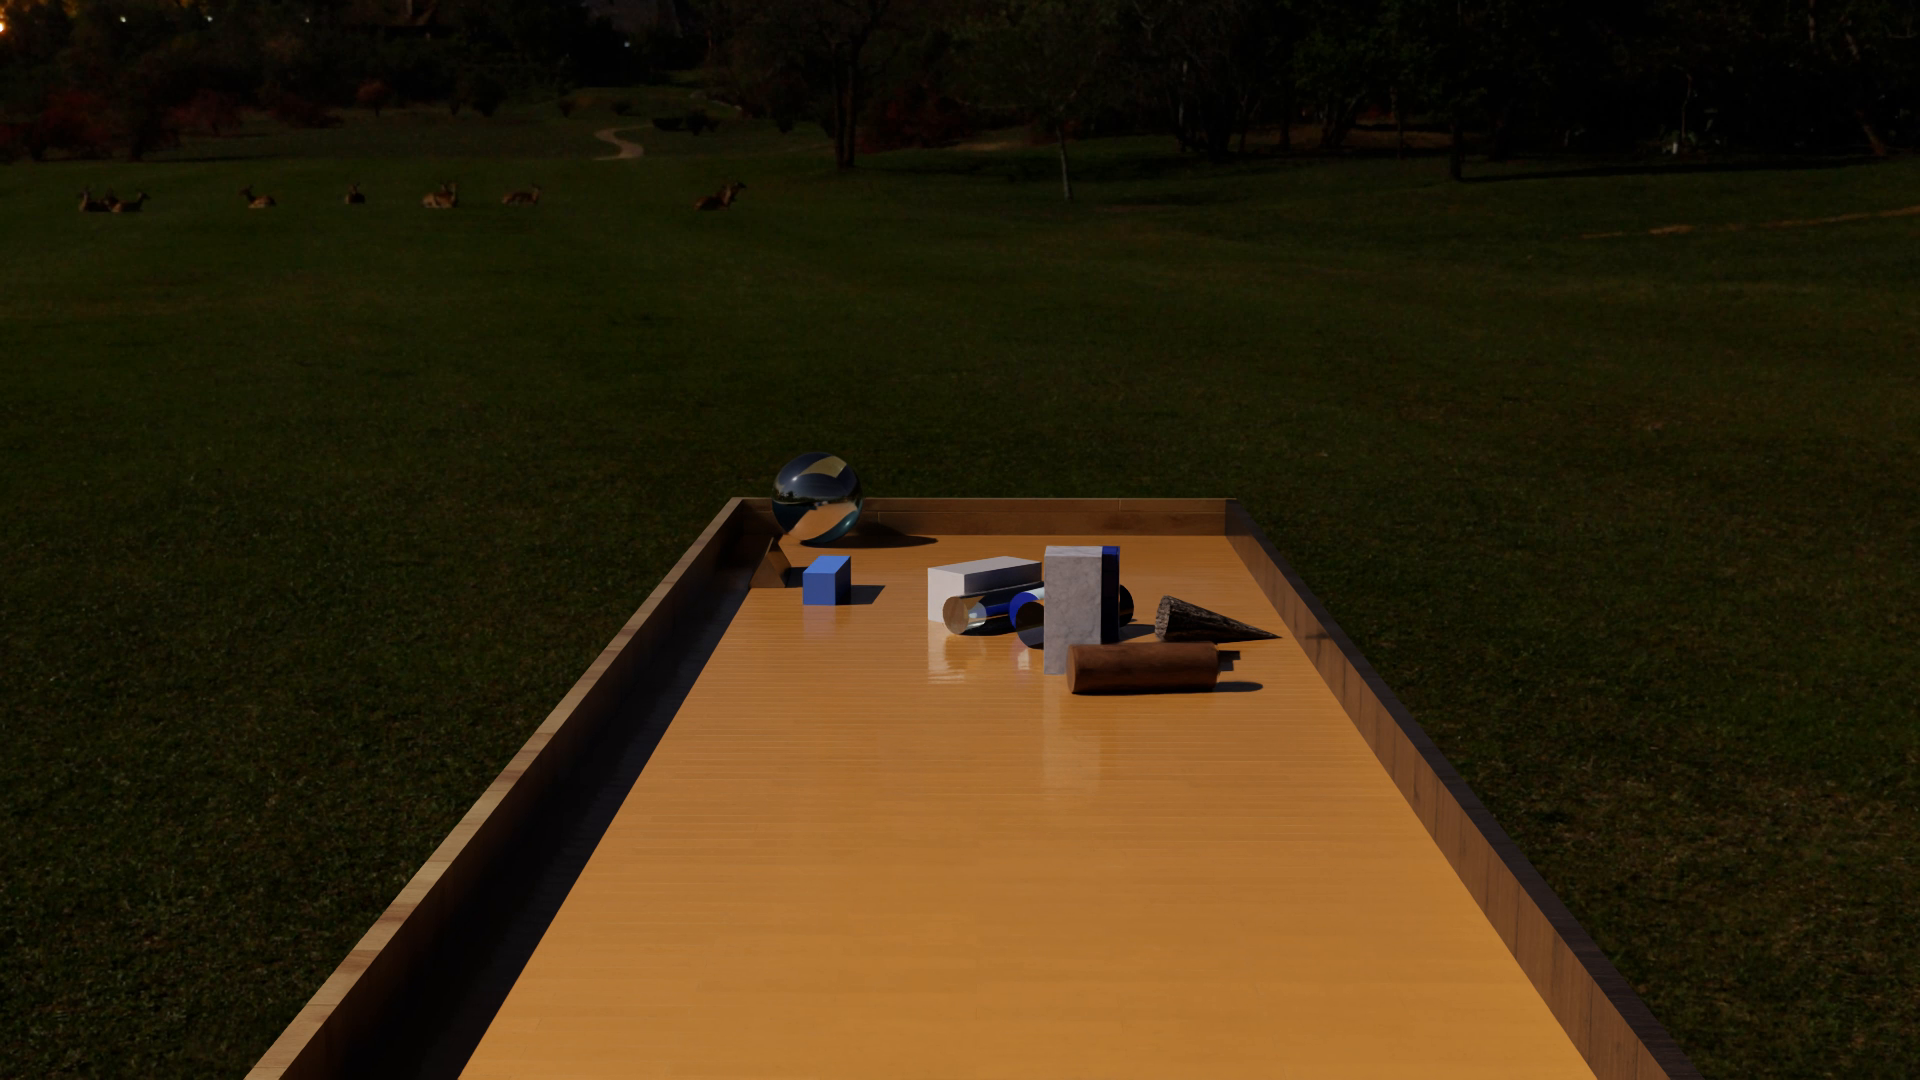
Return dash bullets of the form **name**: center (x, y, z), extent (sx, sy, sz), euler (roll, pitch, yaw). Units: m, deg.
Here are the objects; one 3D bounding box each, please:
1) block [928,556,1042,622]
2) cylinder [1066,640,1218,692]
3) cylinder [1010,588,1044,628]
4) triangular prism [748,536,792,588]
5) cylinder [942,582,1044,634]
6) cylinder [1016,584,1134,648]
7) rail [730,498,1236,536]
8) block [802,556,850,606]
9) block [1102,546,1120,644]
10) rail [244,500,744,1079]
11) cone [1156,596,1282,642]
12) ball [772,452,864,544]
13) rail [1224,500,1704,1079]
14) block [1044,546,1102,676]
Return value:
- **block**: center (0.085, 0.170, 7.375), extent (0.360, 0.175, 0.175), euler (-8, 12, -43)
- **cylinder**: center (0.519, 0.362, 6.288), extent (0.412, 0.137, 0.137), euler (-1, 9, -8)
- **cylinder**: center (0.315, 0.217, 7.186), extent (0.142, 0.142, 0.324), euler (7, 11, 38)
- **triangular prism**: center (-0.702, 0.079, 8.118), extent (0.133, 0.116, 0.436), euler (-1, 9, -1)
- **cylinder**: center (0.138, 0.220, 7.227), extent (0.419, 0.123, 0.123), euler (-8, 12, -42)
- **cylinder**: center (0.369, 0.240, 7.020), extent (0.150, 0.150, 0.432), euler (7, 12, 39)
- **rail**: center (0.099, -0.098, 9.147), extent (2.100, 0.150, 0.050), euler (0, 9, 1)
- **block**: center (-0.468, 0.141, 7.763), extent (0.112, 0.112, 0.370), euler (1, 9, 6)
- **block**: center (0.415, 0.196, 6.684), extent (0.138, 0.337, 0.138), euler (1, 10, 5)
- **rail**: center (-1.004, 0.839, 3.234), extent (0.050, 0.150, 12.000), euler (0, 9, 1)
- **cone**: center (0.839, 0.281, 6.997), extent (0.408, 0.153, 0.153), euler (9, 7, -10)
- **ball**: center (-0.576, -0.170, 8.894), extent (0.372, 0.372, 0.372), euler (0, 9, 0)
- **rail**: center (1.046, 0.843, 3.208), extent (0.050, 0.150, 12.000), euler (0, 9, 1)
- **block**: center (0.337, 0.209, 6.537), extent (0.167, 0.358, 0.167), euler (1, 10, 5)
